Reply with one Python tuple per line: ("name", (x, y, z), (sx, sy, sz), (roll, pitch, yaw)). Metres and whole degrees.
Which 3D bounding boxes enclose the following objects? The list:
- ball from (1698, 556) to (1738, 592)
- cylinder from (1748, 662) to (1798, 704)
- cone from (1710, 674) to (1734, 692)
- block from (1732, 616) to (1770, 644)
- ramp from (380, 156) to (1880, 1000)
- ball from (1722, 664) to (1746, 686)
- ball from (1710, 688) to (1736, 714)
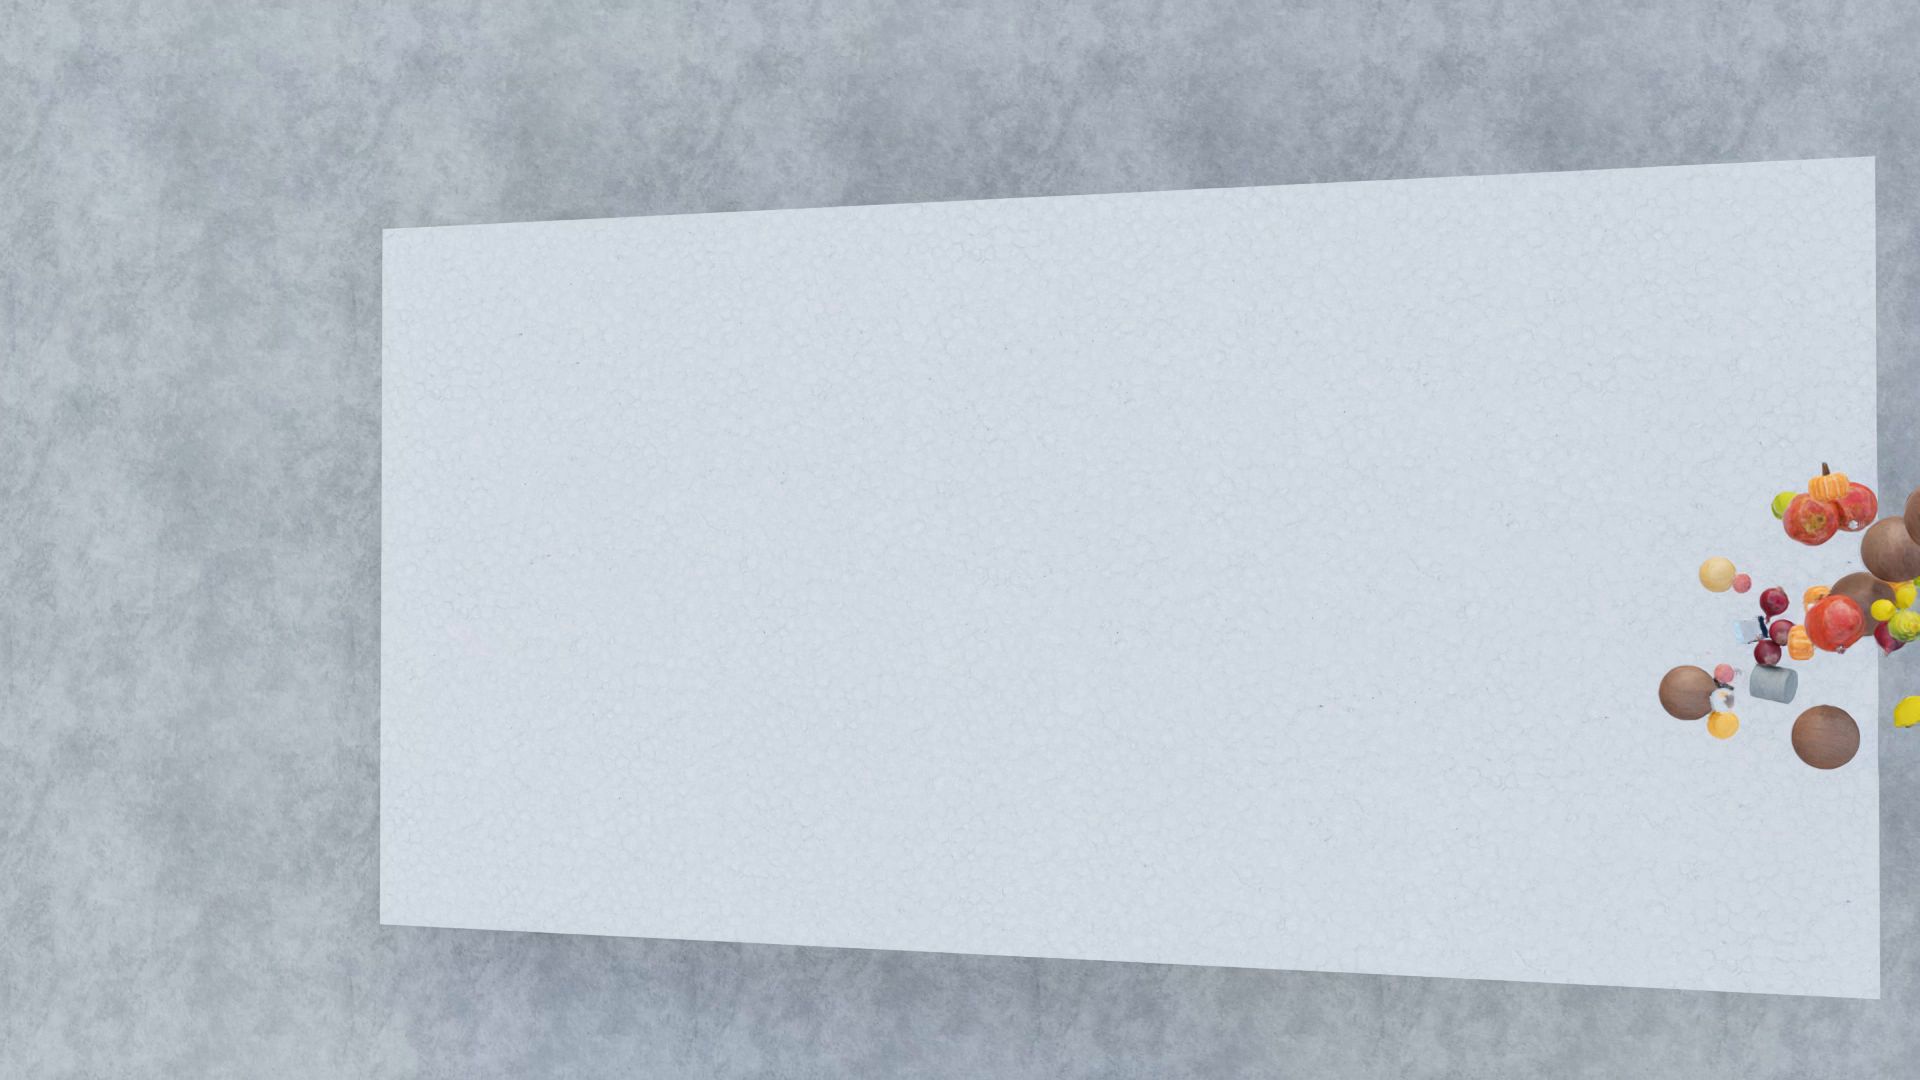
("ball", (1.674, 0.076, 4.857), (0.081, 0.081, 0.081), (0, 89, 0))
("cylinder", (1.819, 0.320, 4.917), (0.078, 0.078, 0.078), (12, 89, 42))
("cone", (1.788, 0.330, 5.168), (0.053, 0.053, 0.053), (-15, 51, 19))
("block", (1.796, 0.204, 4.997), (0.052, 0.052, 0.052), (-16, 89, -3))
("ramp", (0.270, 0.096, 5.821), (4.000, 0.100, 2.000), (0, 89, 16))
("ball", (1.778, 0.310, 5.053), (0.053, 0.053, 0.053), (0, 89, 0))
("ball", (1.699, 0.357, 4.897), (0.056, 0.056, 0.056), (0, 89, 0))
